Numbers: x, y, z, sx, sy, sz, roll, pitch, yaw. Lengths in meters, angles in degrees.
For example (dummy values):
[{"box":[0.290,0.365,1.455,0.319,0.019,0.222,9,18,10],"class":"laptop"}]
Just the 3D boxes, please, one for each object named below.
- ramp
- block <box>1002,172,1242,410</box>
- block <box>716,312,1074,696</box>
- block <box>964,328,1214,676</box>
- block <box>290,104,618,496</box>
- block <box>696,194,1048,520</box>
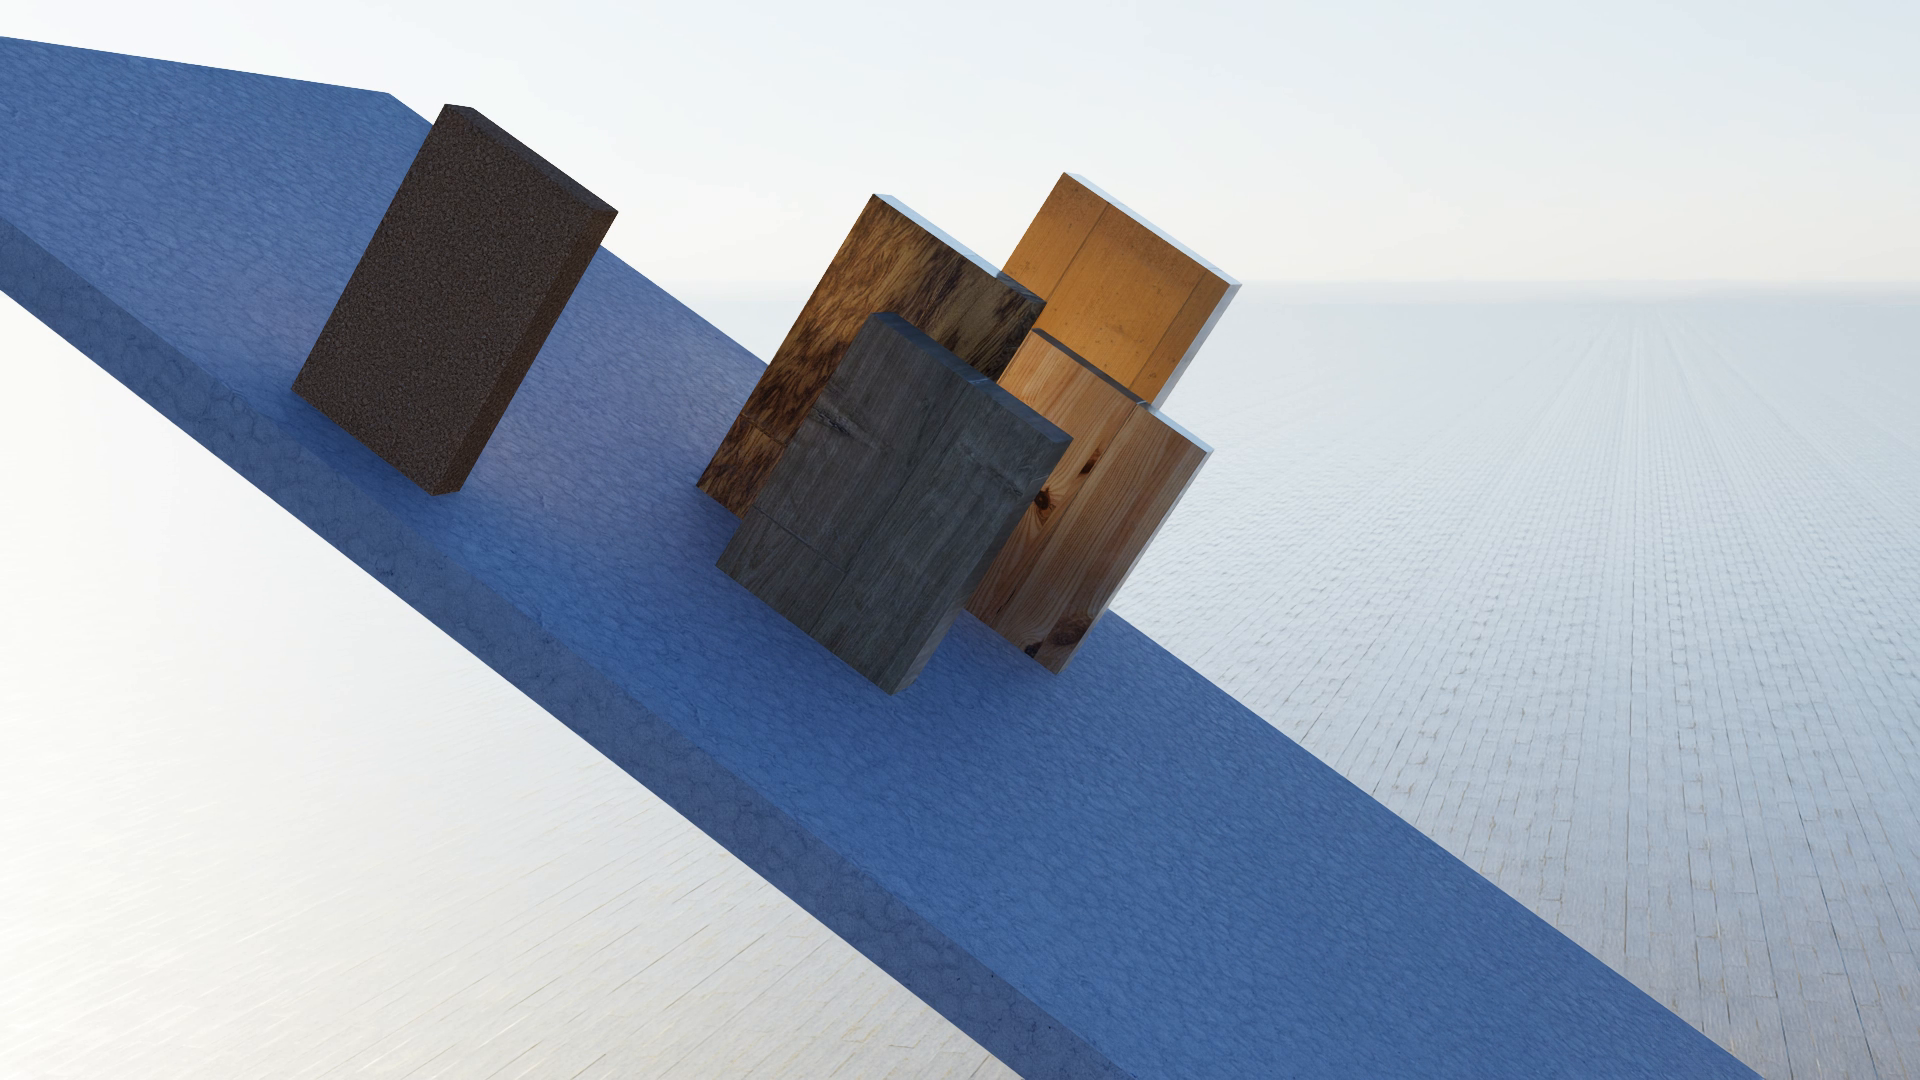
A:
[{"box":[-0.123,0.208,4.098,4.000,0.100,2.000,36,15,10],"class":"ramp"},{"box":[0.200,-0.336,4.735,0.426,0.791,0.147,36,15,10],"class":"block"},{"box":[-0.115,-0.064,3.763,0.384,0.523,0.123,36,15,10],"class":"block"},{"box":[0.175,-0.077,4.360,0.424,0.538,0.082,36,15,10],"class":"block"},{"box":[-0.779,-0.365,3.373,0.291,0.517,0.083,36,15,10],"class":"block"},{"box":[-0.168,-0.266,4.054,0.356,0.644,0.106,36,15,10],"class":"block"}]
